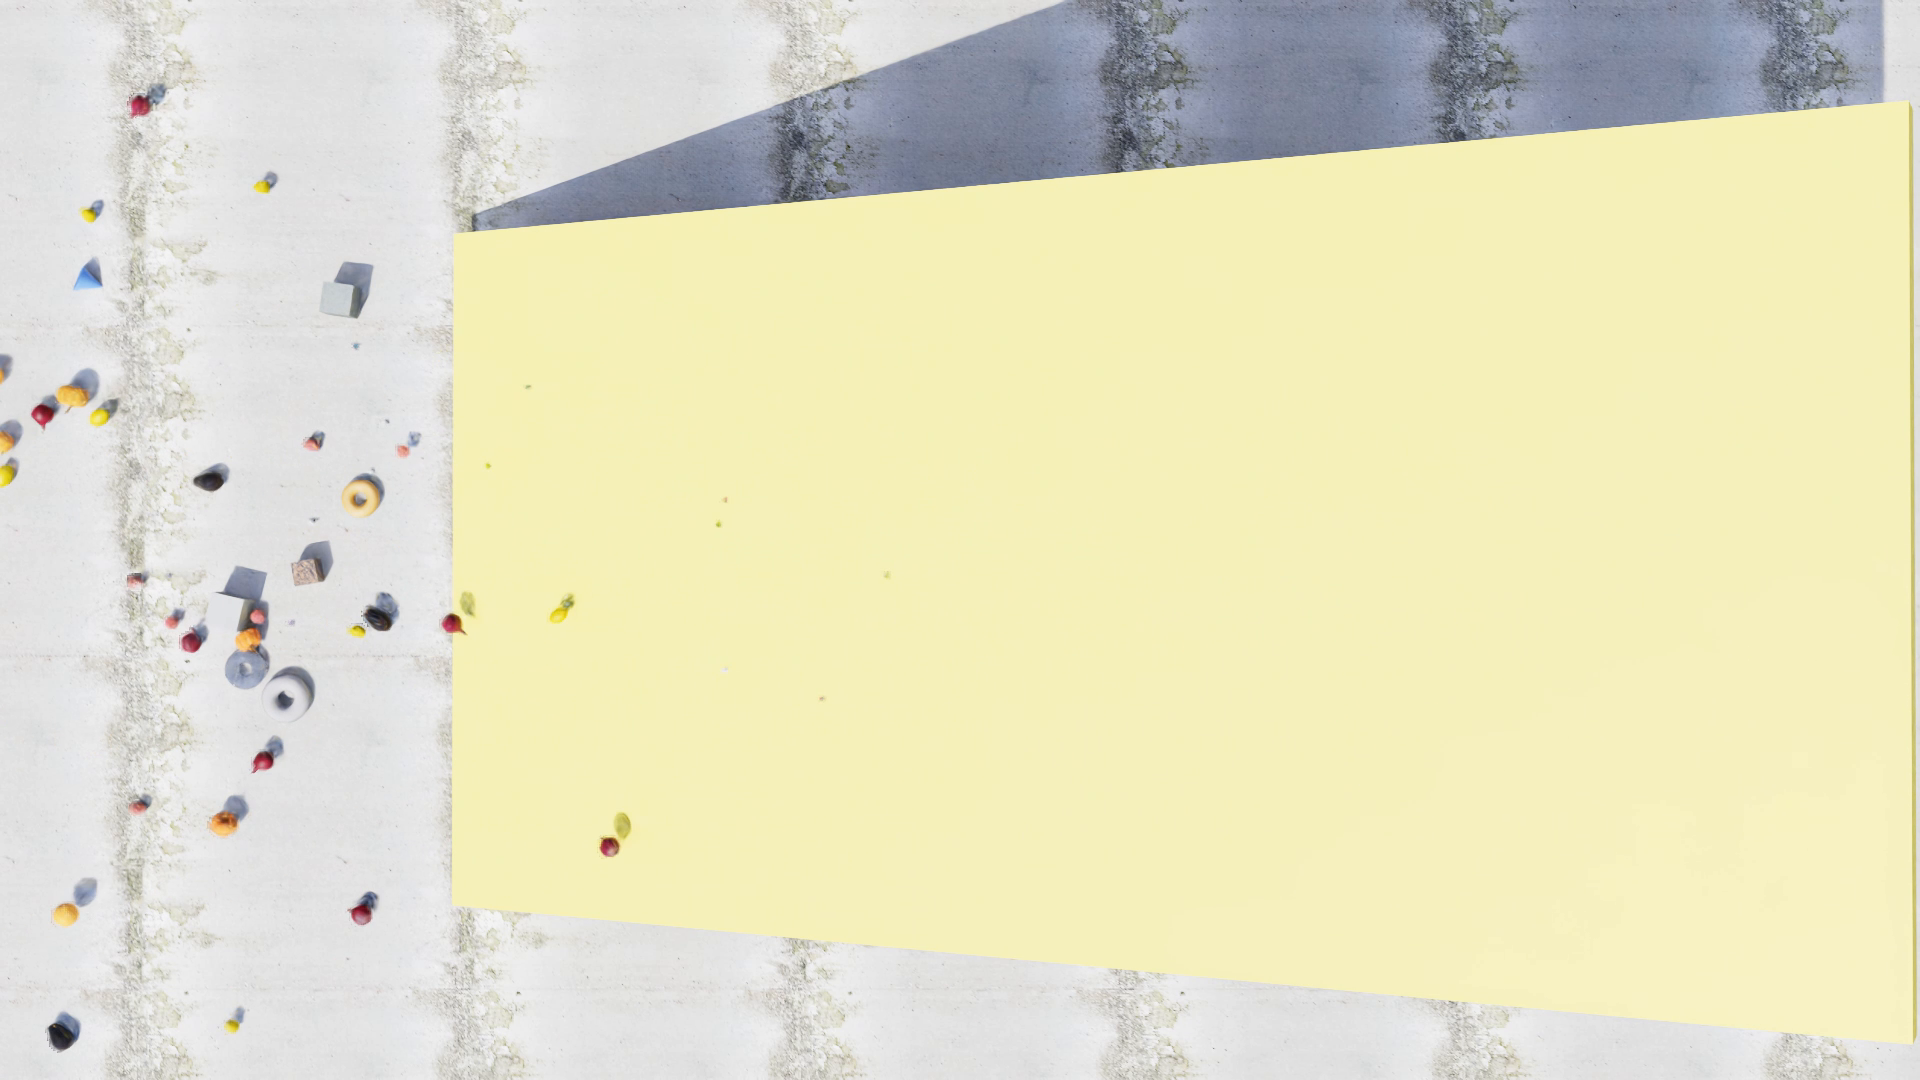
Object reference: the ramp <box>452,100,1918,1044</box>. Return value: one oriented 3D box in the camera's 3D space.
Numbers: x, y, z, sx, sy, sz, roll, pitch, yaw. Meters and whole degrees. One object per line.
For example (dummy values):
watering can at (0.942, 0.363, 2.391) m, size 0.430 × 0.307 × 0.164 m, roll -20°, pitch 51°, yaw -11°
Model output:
ramp at (0.276, 0.077, 5.648) m, size 4.000 × 0.100 × 2.000 m, roll 0°, pitch 89°, yaw 28°

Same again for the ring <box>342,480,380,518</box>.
ring at (-1.805, -0.125, 6.621) m, size 0.117 × 0.039 × 0.117 m, roll 0°, pitch 90°, yaw 1°

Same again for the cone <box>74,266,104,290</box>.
cone at (-2.619, -0.775, 6.630) m, size 0.077 × 0.077 × 0.077 m, roll 22°, pitch 89°, yaw -26°

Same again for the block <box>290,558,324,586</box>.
block at (-1.959, 0.097, 6.602) m, size 0.071 × 0.071 × 0.071 m, roll -11°, pitch 89°, yaw 0°

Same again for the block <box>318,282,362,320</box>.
block at (-1.859, -0.720, 6.601) m, size 0.091 × 0.091 × 0.091 m, roll 8°, pitch 89°, yaw 0°

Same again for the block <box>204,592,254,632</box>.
block at (-2.189, 0.215, 6.587) m, size 0.100 × 0.100 × 0.100 m, roll 14°, pitch 89°, yaw 0°

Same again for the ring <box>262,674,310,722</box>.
ring at (-2.026, 0.477, 6.610) m, size 0.146 × 0.049 × 0.146 m, roll 0°, pitch 89°, yaw -1°

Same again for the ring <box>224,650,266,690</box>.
ring at (-2.150, 0.389, 6.615) m, size 0.123 × 0.041 × 0.123 m, roll 0°, pitch 91°, yaw 0°
